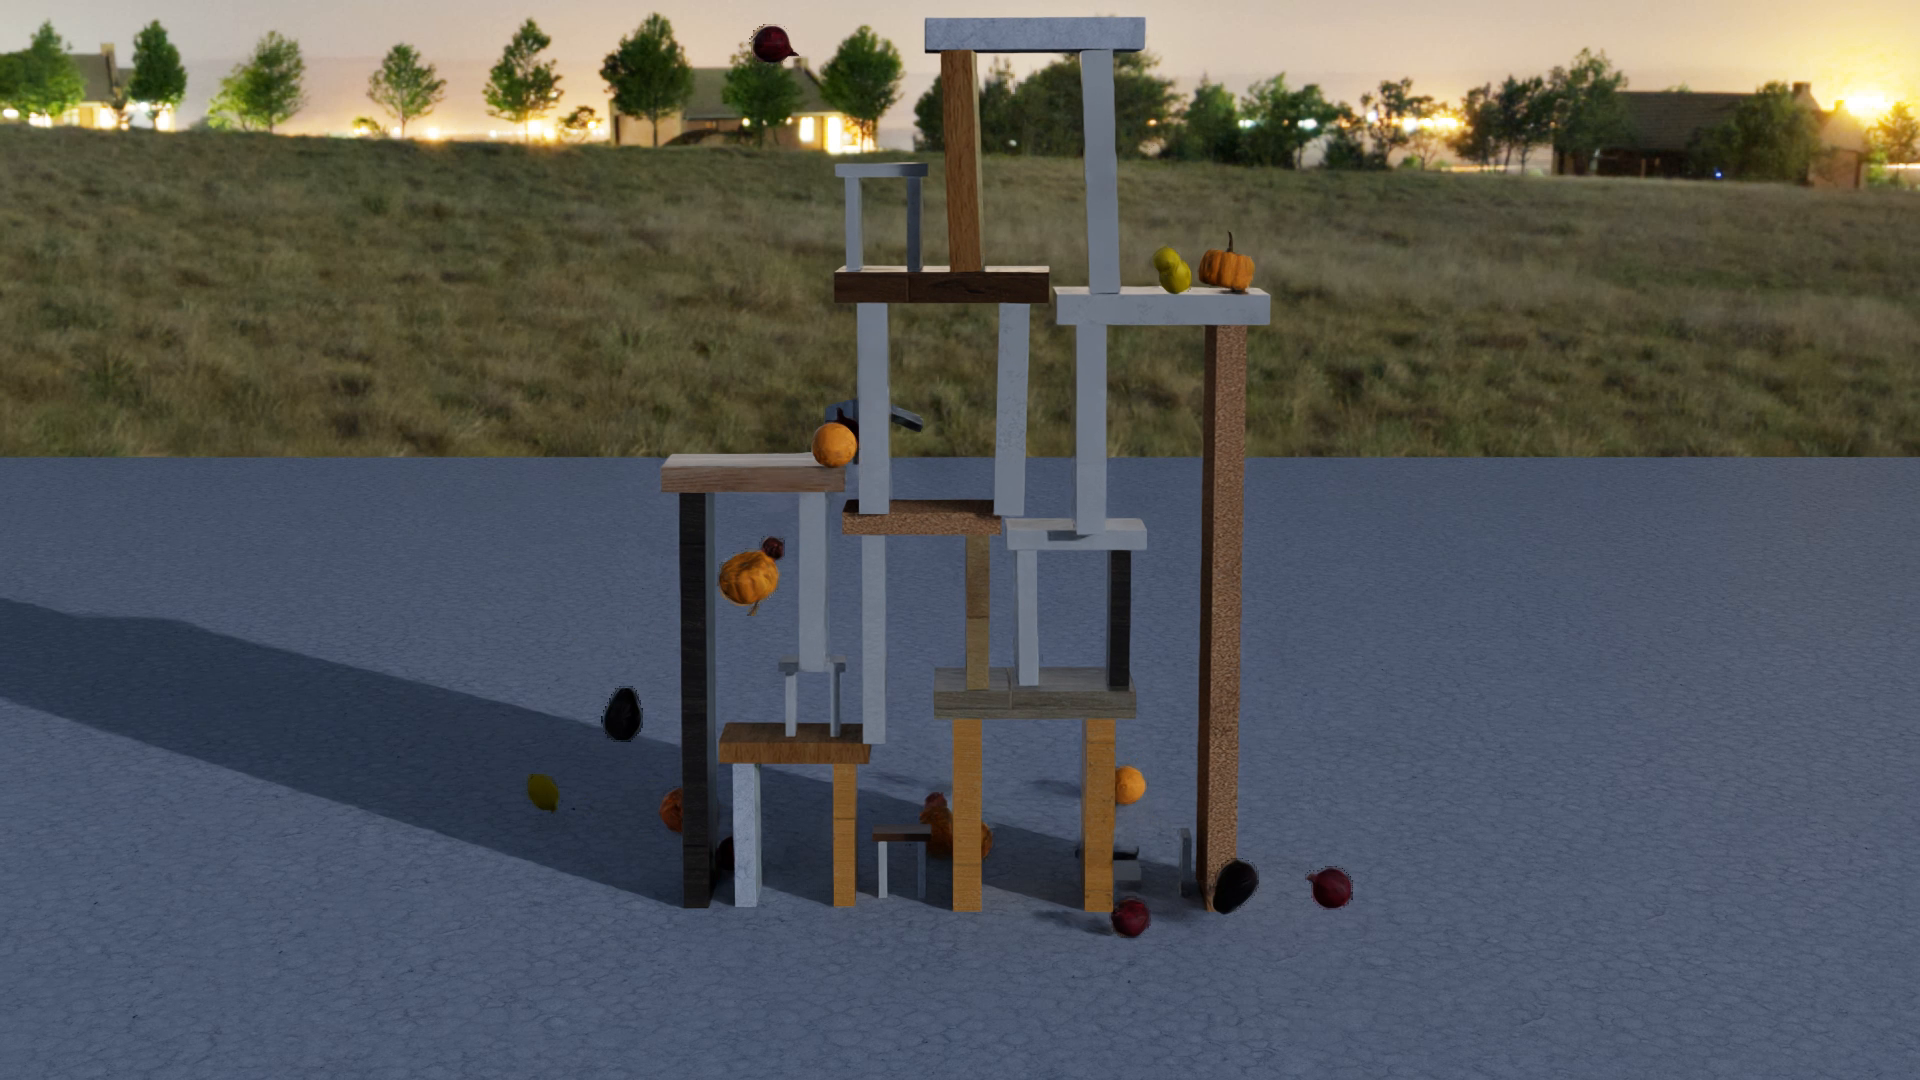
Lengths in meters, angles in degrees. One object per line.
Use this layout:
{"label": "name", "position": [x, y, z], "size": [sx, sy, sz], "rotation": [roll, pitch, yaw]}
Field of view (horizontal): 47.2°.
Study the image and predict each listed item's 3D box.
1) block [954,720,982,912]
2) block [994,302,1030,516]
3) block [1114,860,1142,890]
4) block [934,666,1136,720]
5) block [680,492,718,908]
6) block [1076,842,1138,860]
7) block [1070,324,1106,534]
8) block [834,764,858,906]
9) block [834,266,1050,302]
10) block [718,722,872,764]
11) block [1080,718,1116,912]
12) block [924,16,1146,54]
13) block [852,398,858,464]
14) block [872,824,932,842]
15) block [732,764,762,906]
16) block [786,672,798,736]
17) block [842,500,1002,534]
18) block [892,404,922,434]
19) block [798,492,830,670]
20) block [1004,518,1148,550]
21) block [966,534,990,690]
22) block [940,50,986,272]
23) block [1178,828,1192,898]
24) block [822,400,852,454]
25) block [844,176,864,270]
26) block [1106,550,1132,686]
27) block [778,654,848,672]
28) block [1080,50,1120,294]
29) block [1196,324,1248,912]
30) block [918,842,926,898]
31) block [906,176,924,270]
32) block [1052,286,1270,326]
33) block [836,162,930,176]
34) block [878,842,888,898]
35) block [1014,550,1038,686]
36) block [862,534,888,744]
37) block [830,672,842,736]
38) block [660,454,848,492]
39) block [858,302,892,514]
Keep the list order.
{"label": "block", "position": [0.012, 0.431, 3.635], "size": [0.046, 0.324, 0.162], "rotation": [0, 11, 0]}
{"label": "block", "position": [0.083, -0.217, 3.504], "size": [0.047, 0.332, 0.166], "rotation": [2, 11, 2]}
{"label": "block", "position": [0.280, 0.569, 3.741], "size": [0.053, 0.015, 0.105], "rotation": [1, 11, 3]}
{"label": "block", "position": [0.120, 0.250, 3.601], "size": [0.324, 0.046, 0.162], "rotation": [0, 11, 0]}
{"label": "block", "position": [-0.428, 0.251, 3.606], "size": [0.041, 0.690, 0.144], "rotation": [1, 11, -1]}
{"label": "block", "position": [0.258, 0.547, 3.862], "size": [0.105, 0.015, 0.053], "rotation": [2, 11, 11]}
{"label": "block", "position": [0.205, -0.186, 3.520], "size": [0.047, 0.330, 0.165], "rotation": [0, 11, 0]}
{"label": "block", "position": [-0.189, 0.471, 3.645], "size": [0.034, 0.243, 0.122], "rotation": [0, 11, 0]}
{"label": "block", "position": [-0.025, -0.405, 3.477], "size": [0.332, 0.047, 0.166], "rotation": [0, 11, 2]}
{"label": "block", "position": [-0.269, 0.334, 3.619], "size": [0.243, 0.034, 0.122], "rotation": [0, 11, 0]}
{"label": "block", "position": [0.227, 0.431, 3.636], "size": [0.046, 0.324, 0.162], "rotation": [0, 11, 1]}
{"label": "block", "position": [0.113, -0.783, 3.413], "size": [0.334, 0.047, 0.167], "rotation": [0, 10, -1]}
{"label": "block", "position": [-0.167, -0.179, 3.604], "size": [0.015, 0.104, 0.052], "rotation": [0, 10, 1]}
{"label": "block", "position": [-0.096, 0.487, 3.655], "size": [0.097, 0.014, 0.049], "rotation": [0, 11, 0]}
{"label": "block", "position": [-0.352, 0.471, 3.645], "size": [0.034, 0.243, 0.122], "rotation": [0, 11, 0]}
{"label": "block", "position": [-0.277, 0.263, 3.609], "size": [0.015, 0.109, 0.054], "rotation": [0, 11, 0]}
{"label": "block", "position": [-0.060, -0.037, 3.543], "size": [0.252, 0.036, 0.126], "rotation": [0, 11, 1]}
{"label": "block", "position": [-0.115, -0.216, 3.751], "size": [0.104, 0.015, 0.052], "rotation": [22, 17, -11]}
{"label": "block", "position": [-0.235, 0.053, 3.567], "size": [0.041, 0.288, 0.144], "rotation": [1, 11, 0]}
{"label": "block", "position": [0.186, -0.010, 3.562], "size": [0.223, 0.032, 0.112], "rotation": [0, 11, -1]}
{"label": "block", "position": [0.028, 0.104, 3.569], "size": [0.036, 0.252, 0.126], "rotation": [0, 11, -1]}
{"label": "block", "position": [0.006, -0.593, 3.441], "size": [0.047, 0.334, 0.167], "rotation": [-2, 10, 4]}
{"label": "block", "position": [0.375, 0.538, 3.661], "size": [0.015, 0.105, 0.053], "rotation": [0, 11, 0]}
{"label": "block", "position": [-0.205, -0.192, 3.753], "size": [0.052, 0.015, 0.104], "rotation": [-13, 48, 18]}
{"label": "block", "position": [-0.166, -0.500, 3.467], "size": [0.020, 0.144, 0.072], "rotation": [0, 11, 3]}
{"label": "block", "position": [0.258, 0.116, 3.586], "size": [0.032, 0.223, 0.112], "rotation": [0, 10, 1]}
{"label": "block", "position": [-0.240, 0.202, 3.598], "size": [0.109, 0.015, 0.054], "rotation": [1, 11, 1]}
{"label": "block", "position": [0.220, -0.578, 3.454], "size": [0.047, 0.369, 0.167], "rotation": [-2, 10, 3]}
{"label": "block", "position": [0.424, 0.121, 3.578], "size": [0.047, 0.955, 0.165], "rotation": [0, 11, 0]}
{"label": "block", "position": [-0.063, 0.541, 3.665], "size": [0.014, 0.097, 0.049], "rotation": [0, 11, 0]}
{"label": "block", "position": [-0.071, -0.500, 3.466], "size": [0.020, 0.144, 0.072], "rotation": [1, 11, 3]}
{"label": "block", "position": [0.315, -0.372, 3.486], "size": [0.330, 0.047, 0.165], "rotation": [0, 11, 0]}
{"label": "block", "position": [-0.121, -0.582, 3.456], "size": [0.144, 0.020, 0.072], "rotation": [0, 11, 2]}
{"label": "block", "position": [-0.128, 0.541, 3.665], "size": [0.014, 0.097, 0.049], "rotation": [0, 11, 0]}
{"label": "block", "position": [0.107, 0.115, 3.587], "size": [0.032, 0.223, 0.112], "rotation": [-1, 11, -2]}
{"label": "block", "position": [-0.139, 0.149, 3.584], "size": [0.036, 0.344, 0.126], "rotation": [0, 11, 0]}
{"label": "block", "position": [-0.204, 0.263, 3.609], "size": [0.015, 0.109, 0.054], "rotation": [0, 11, -1]}
{"label": "block", "position": [-0.327, -0.109, 3.536], "size": [0.288, 0.041, 0.144], "rotation": [0, 11, -1]}
{"label": "block", "position": [-0.136, -0.219, 3.517], "size": [0.047, 0.332, 0.166], "rotation": [0, 11, 0]}
